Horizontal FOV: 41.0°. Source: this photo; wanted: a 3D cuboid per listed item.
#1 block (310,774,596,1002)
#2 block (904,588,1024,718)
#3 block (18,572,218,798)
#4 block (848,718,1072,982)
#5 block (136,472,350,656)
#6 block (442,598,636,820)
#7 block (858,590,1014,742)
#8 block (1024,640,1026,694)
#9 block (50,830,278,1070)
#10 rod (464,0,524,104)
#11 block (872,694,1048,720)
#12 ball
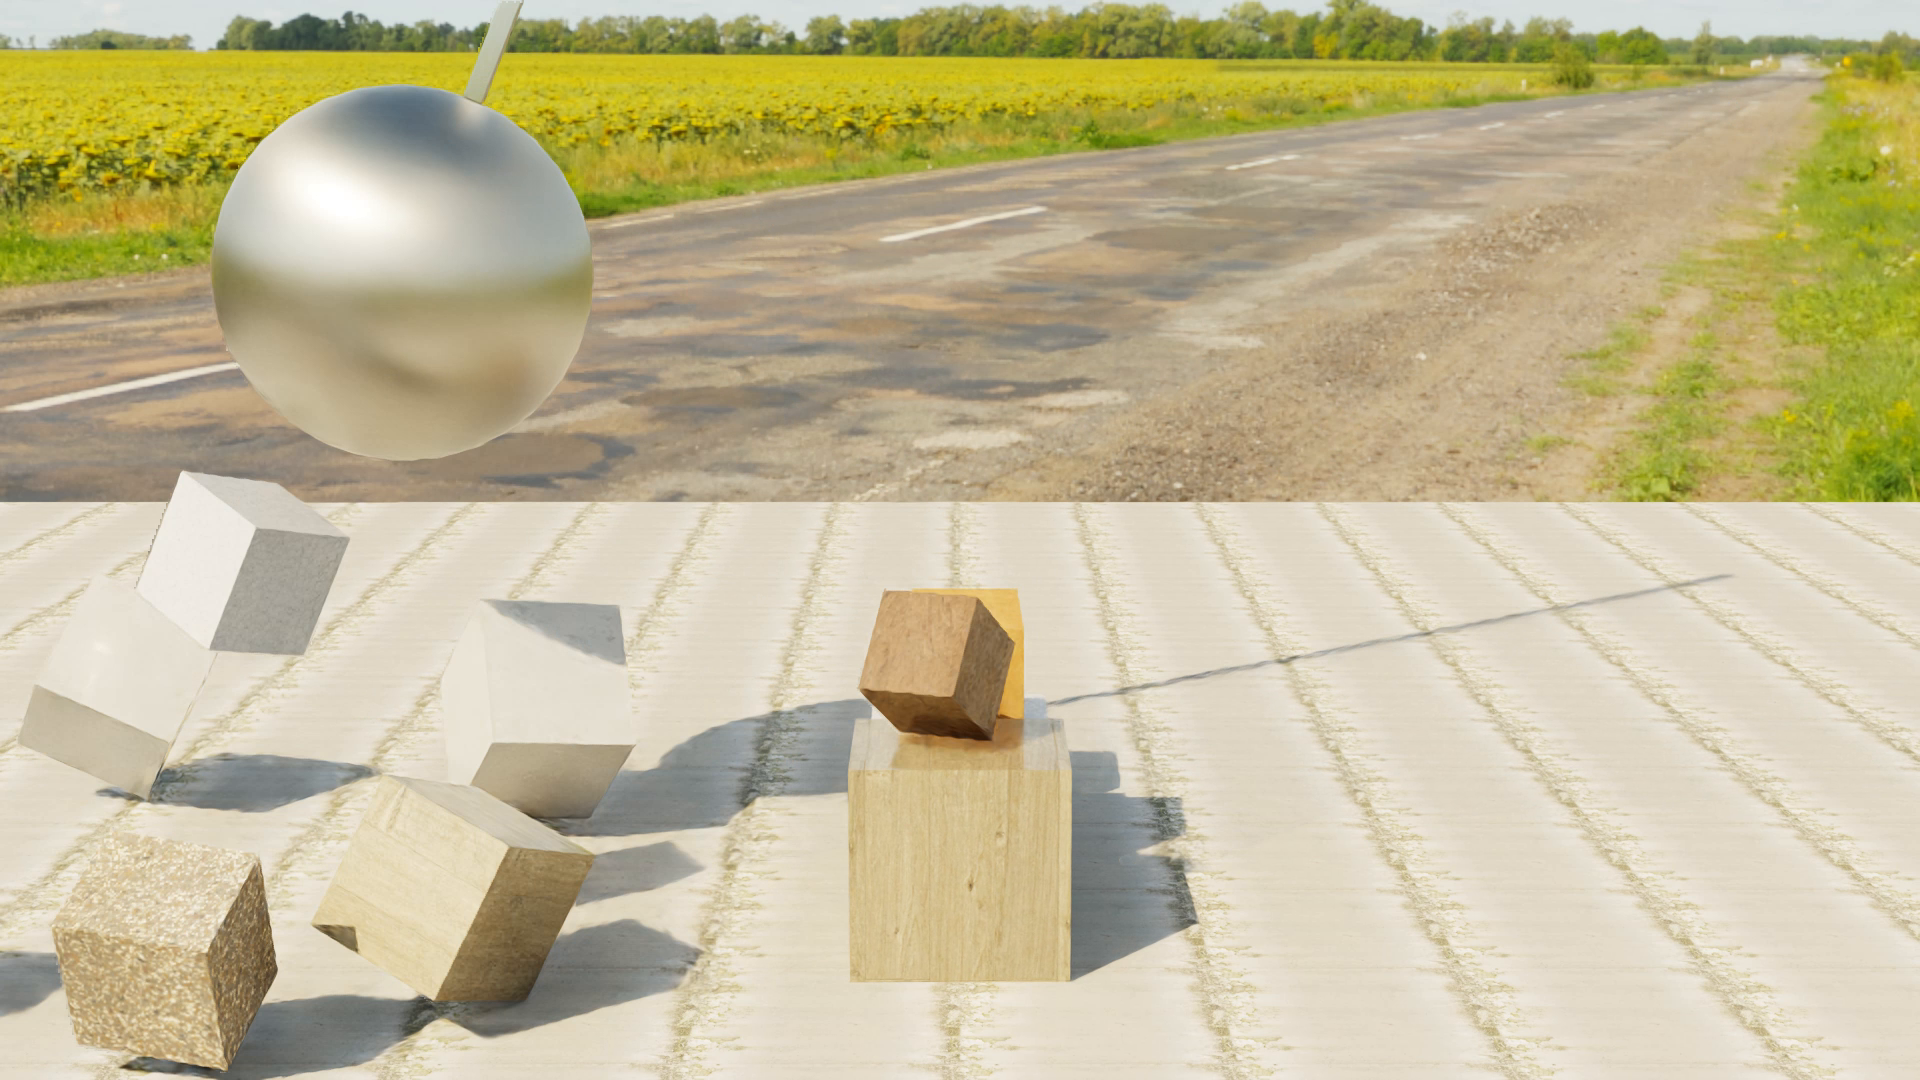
[{"bbox_3d":[-1.891,1.312,9.636,0.592,0.617,0.694,26,0,21],"label":"block"},{"bbox_3d":[-0.001,0.591,11.171,0.528,0.610,0.574,-1,16,-1],"label":"block"},{"bbox_3d":[-4.012,0.706,12.282,0.659,0.638,0.738,26,-35,-12],"label":"block"},{"bbox_3d":[-0.002,1.238,10.359,0.862,0.858,0.798,0,10,0],"label":"block"},{"bbox_3d":[-2.708,0.092,9.694,0.486,0.503,0.452,31,13,33],"label":"block"},{"bbox_3d":[-1.979,0.800,11.964,0.658,0.725,0.806,3,-32,-24],"label":"block"},{"bbox_3d":[-0.088,0.499,10.184,0.404,0.427,0.453,4,-24,24],"label":"block"},{"bbox_3d":[0.004,0.912,12.459,0.614,0.738,0.687,1,10,1],"label":"block"},{"bbox_3d":[-2.779,1.438,9.009,0.550,0.601,0.473,9,38,6],"label":"block"},{"bbox_3d":[-1.028,-4.211,10.415,0.080,5.200,0.080,23,9,-4],"label":"rod"},{"bbox_3d":[-0.002,1.095,11.780,0.798,0.632,0.677,0,10,0],"label":"block"},{"bbox_3d":[-2.373,-1.138,10.973,1.600,1.600,1.600,0,10,0],"label":"ball"}]
